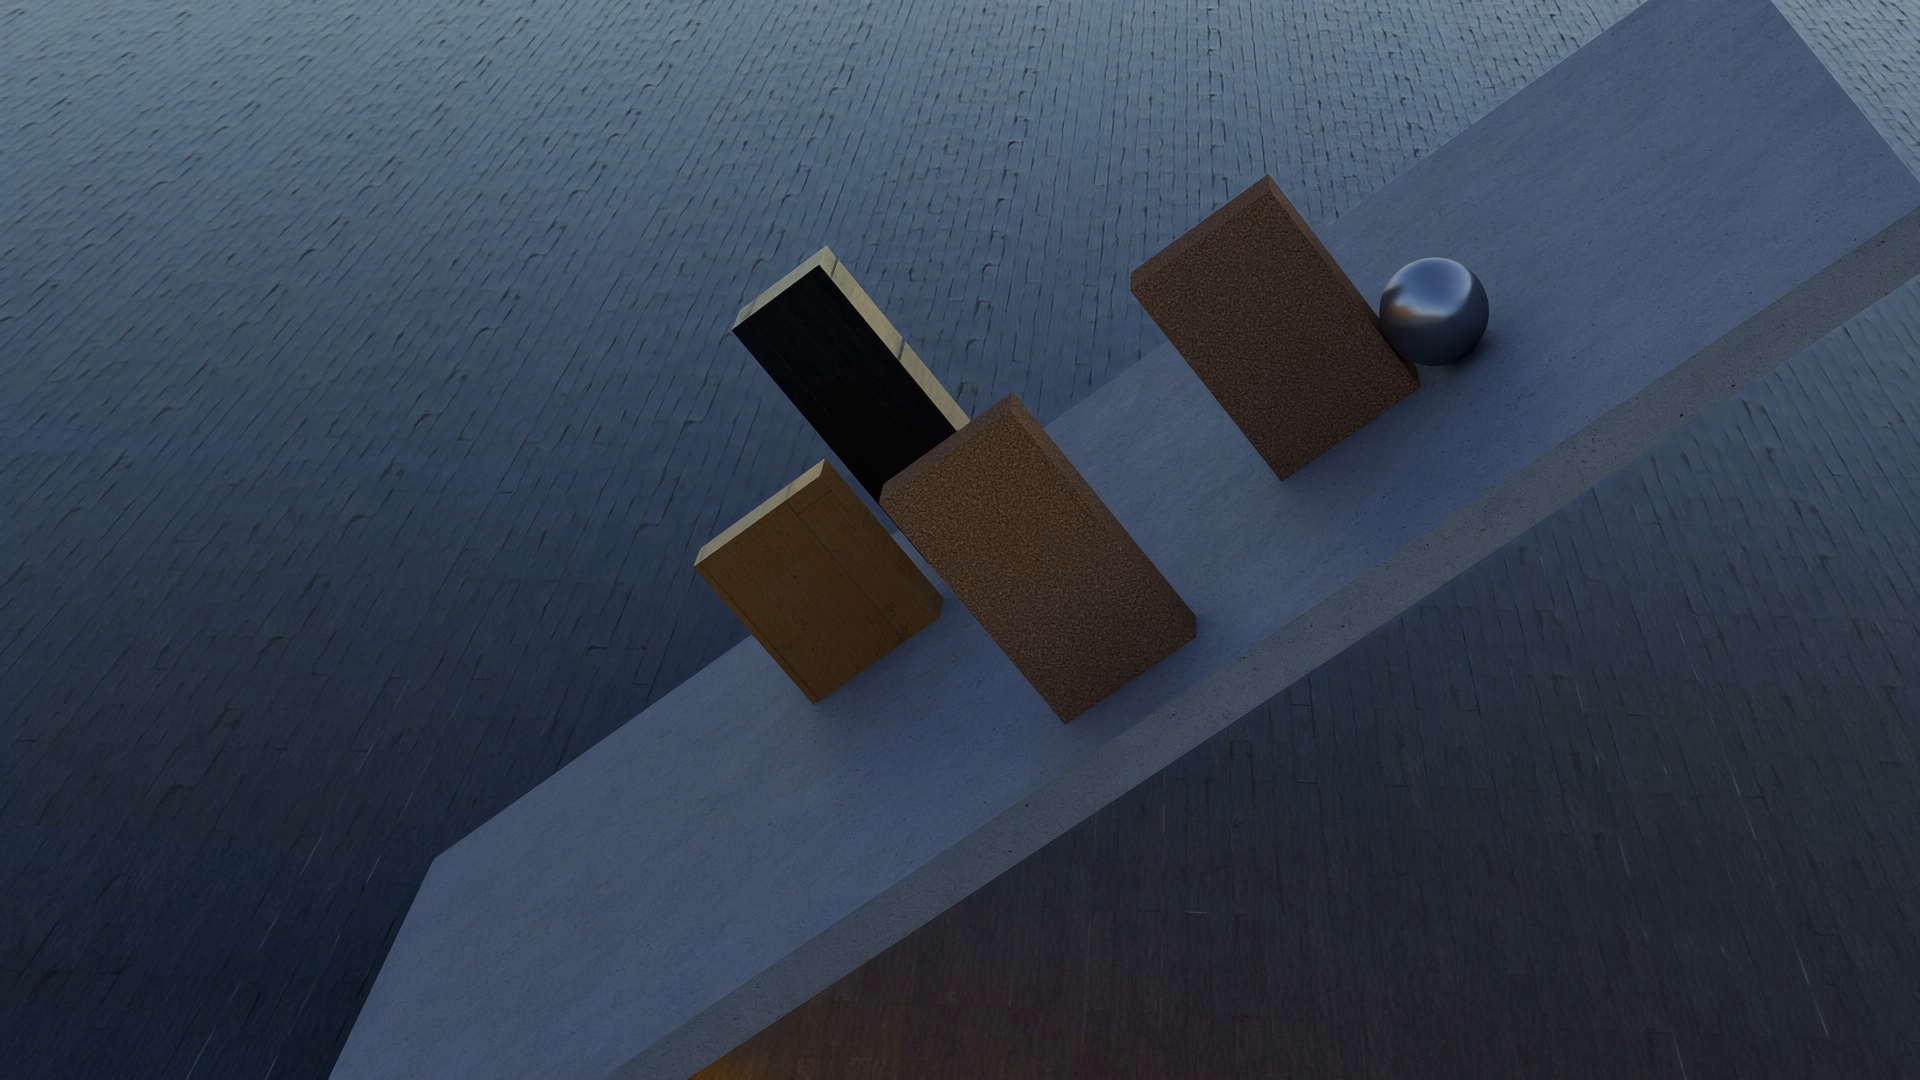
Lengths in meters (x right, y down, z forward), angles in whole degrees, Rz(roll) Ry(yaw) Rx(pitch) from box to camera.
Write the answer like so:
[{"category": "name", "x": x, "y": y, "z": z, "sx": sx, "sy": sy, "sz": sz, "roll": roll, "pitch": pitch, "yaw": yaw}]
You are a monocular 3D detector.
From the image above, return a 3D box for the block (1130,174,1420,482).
[{"category": "block", "x": 0.613, "y": -0.410, "z": 5.725, "sx": 0.331, "sy": 0.495, "sz": 0.113, "roll": -35, "pitch": 16, "yaw": 17}]

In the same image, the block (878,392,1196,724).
[{"category": "block", "x": 0.147, "y": 0.038, "z": 5.446, "sx": 0.304, "sy": 0.560, "sz": 0.096, "roll": -35, "pitch": 16, "yaw": 17}]

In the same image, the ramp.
[{"category": "ramp", "x": 0.125, "y": 0.182, "z": 6.330, "sx": 4.000, "sy": 0.100, "sz": 2.000, "roll": -35, "pitch": 16, "yaw": 17}]

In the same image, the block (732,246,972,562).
[{"category": "block", "x": -0.191, "y": -0.312, "z": 6.874, "sx": 0.262, "sy": 0.730, "sz": 0.146, "roll": -35, "pitch": 16, "yaw": 17}]

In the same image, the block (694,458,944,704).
[{"category": "block", "x": -0.316, "y": 0.096, "z": 6.608, "sx": 0.366, "sy": 0.424, "sz": 0.106, "roll": -35, "pitch": 16, "yaw": 17}]

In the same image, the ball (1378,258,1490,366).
[{"category": "ball", "x": 0.911, "y": -0.438, "z": 5.651, "sx": 0.209, "sy": 0.209, "sz": 0.209, "roll": 0, "pitch": 23, "yaw": 0}]
